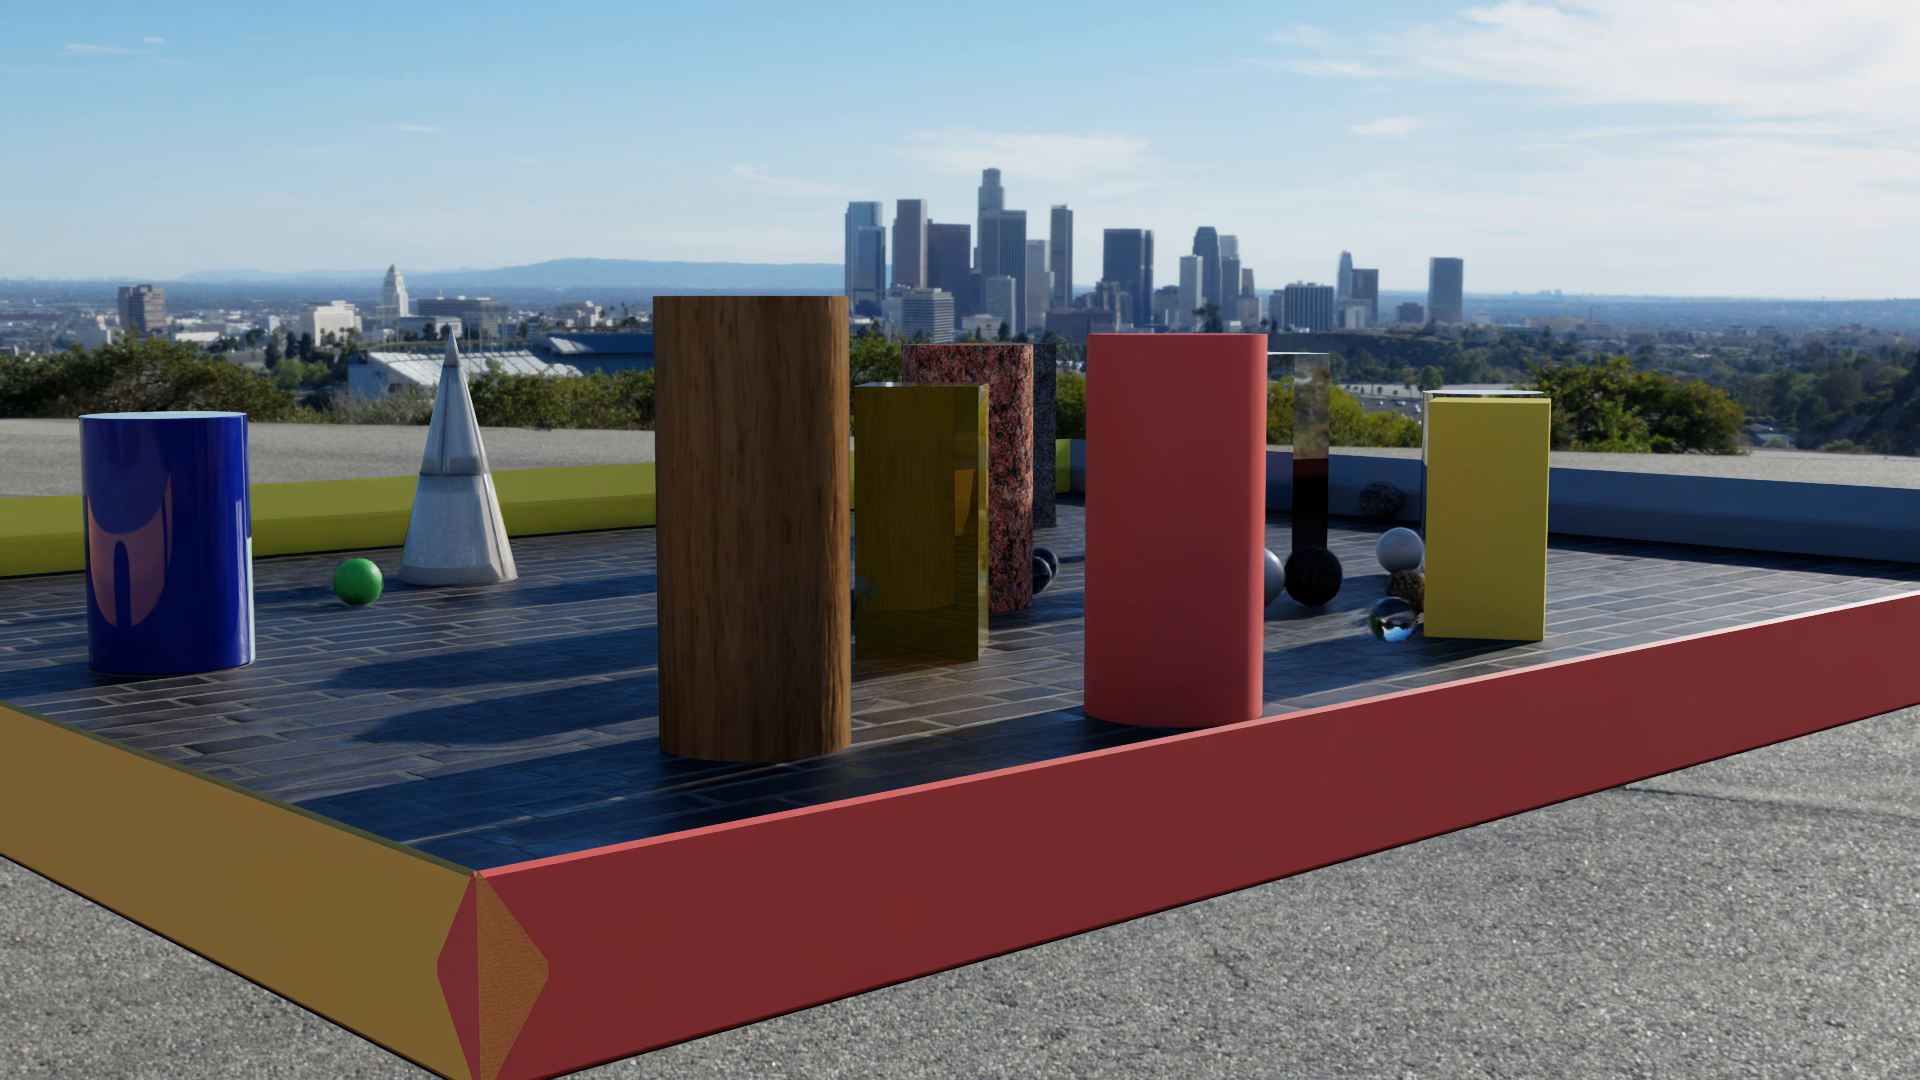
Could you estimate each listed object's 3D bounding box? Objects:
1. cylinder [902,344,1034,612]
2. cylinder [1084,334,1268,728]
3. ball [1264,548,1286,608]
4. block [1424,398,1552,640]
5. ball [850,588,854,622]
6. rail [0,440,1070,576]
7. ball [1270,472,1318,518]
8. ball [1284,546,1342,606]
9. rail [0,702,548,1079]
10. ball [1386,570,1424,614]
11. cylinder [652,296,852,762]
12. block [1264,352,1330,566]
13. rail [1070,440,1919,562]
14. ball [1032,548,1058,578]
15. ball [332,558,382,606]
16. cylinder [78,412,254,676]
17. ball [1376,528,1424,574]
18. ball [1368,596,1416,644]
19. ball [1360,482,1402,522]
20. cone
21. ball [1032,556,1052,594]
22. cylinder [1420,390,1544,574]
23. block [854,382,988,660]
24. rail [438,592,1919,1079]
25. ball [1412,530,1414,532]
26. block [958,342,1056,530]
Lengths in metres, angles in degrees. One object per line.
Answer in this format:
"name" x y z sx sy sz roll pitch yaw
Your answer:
"cylinder" 0.011 -0.098 3.330 0.198 0.394 0.198 0 6 0
"cylinder" 0.238 -0.018 2.434 0.198 0.419 0.198 0 6 0
"ball" 0.438 0.057 3.281 0.095 0.095 0.095 0 6 0
"block" 0.734 -0.033 3.054 0.159 0.321 0.159 2 6 16
"ball" -0.162 0.093 3.158 0.049 0.049 0.049 0 6 0
"rail" -0.907 -0.068 4.310 3.252 0.129 0.045 -5 8 -42
"ball" 0.721 -0.098 4.749 0.099 0.099 0.099 0 6 0
"ball" 0.534 0.055 3.327 0.089 0.089 0.089 0 6 0
"rail" -1.178 0.146 2.251 0.045 0.129 2.723 -5 8 -42
"ball" 0.659 0.077 3.220 0.068 0.068 0.068 0 6 0
"cylinder" -0.212 -0.019 2.252 0.198 0.459 0.198 0 6 0
"block" 0.502 -0.124 3.673 0.159 0.374 0.159 -4 7 -34
"rail" 1.178 -0.079 4.412 0.045 0.129 2.723 -5 8 -42
"ball" 0.133 0.041 3.604 0.059 0.059 0.059 0 6 0
"ball" -0.912 0.063 3.329 0.073 0.073 0.073 0 6 0
"cylinder" -0.996 0.000 2.766 0.198 0.315 0.198 0 6 0
"ball" 0.743 0.019 3.715 0.080 0.080 0.080 0 6 0
"ball" 0.581 0.107 2.953 0.063 0.063 0.063 0 6 0
"ball" 0.887 -0.081 4.636 0.087 0.087 0.087 0 6 0
"cone" -0.839 -0.146 3.651 0.198 0.421 0.198 0 6 0
"ball" 0.115 0.056 3.464 0.060 0.060 0.060 0 6 0
"cylinder" 0.882 -0.097 3.725 0.198 0.308 0.198 0 6 0
"block" -0.048 -0.028 2.874 0.159 0.349 0.159 1 6 5
"rail" 0.907 0.135 2.354 3.252 0.129 0.045 -5 8 -42
"ball" 0.819 0.004 4.027 0.046 0.046 0.046 0 6 0
"block" 0.085 -0.215 4.527 0.159 0.378 0.159 -5 8 -39
